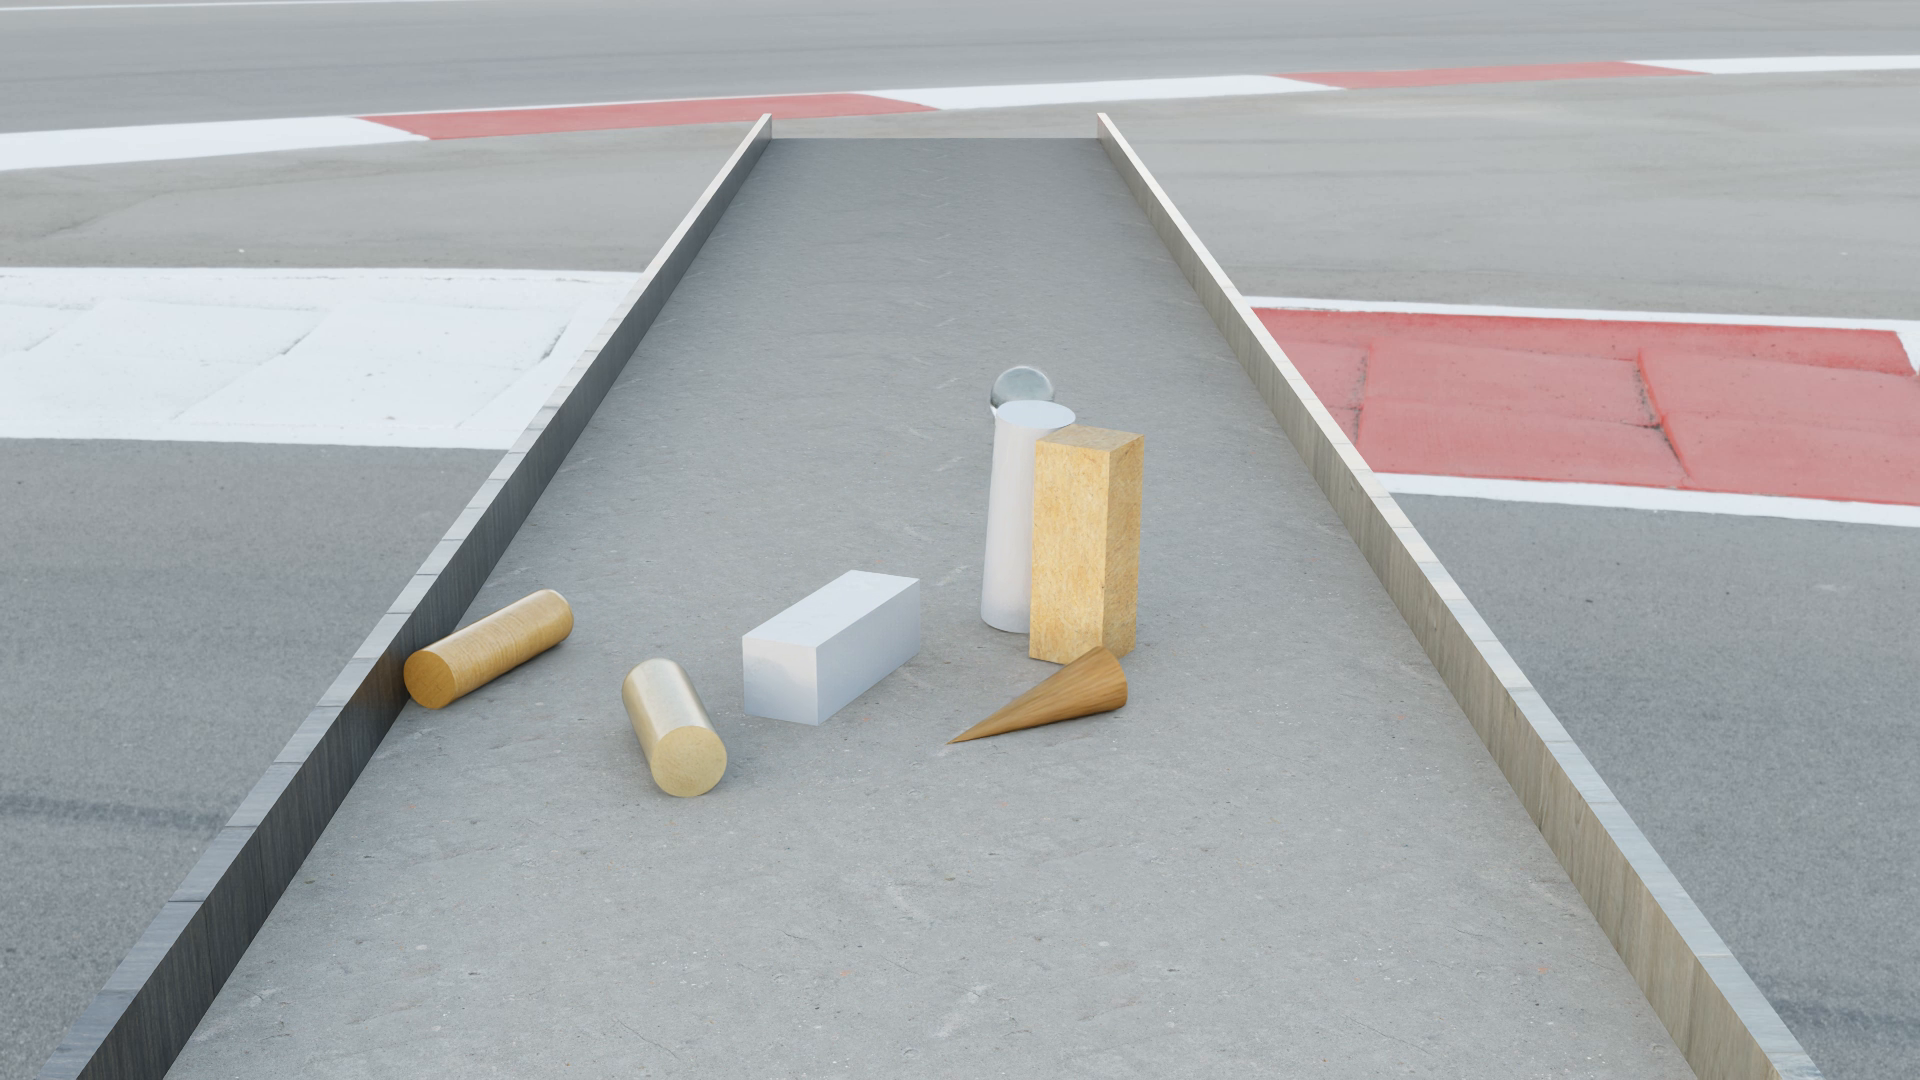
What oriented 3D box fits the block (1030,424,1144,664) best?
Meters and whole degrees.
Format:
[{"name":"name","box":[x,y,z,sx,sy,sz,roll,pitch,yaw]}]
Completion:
[{"name":"block","box":[0.252,0.013,4.386,0.160,0.450,0.160,10,19,28]}]

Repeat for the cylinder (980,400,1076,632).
[{"name":"cylinder","box":[0.139,-0.048,4.553,0.161,0.457,0.161,3,24,-2]}]

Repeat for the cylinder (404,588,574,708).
[{"name":"cylinder","box":[-0.920,0.209,4.320,0.116,0.116,0.409,7,18,22]}]

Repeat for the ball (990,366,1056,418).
[{"name":"ball","box":[0.177,-0.399,6.243,0.186,0.186,0.186,0,17,0]}]

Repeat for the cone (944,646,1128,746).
[{"name":"cone","box":[0.125,0.315,4.059,0.367,0.124,0.124,-20,24,-26]}]

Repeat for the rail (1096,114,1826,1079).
[{"name":"rail","box":[0.932,-0.844,7.801,0.050,0.150,12.000,0,17,-1]}]

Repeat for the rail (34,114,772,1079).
[{"name":"rail","box":[-1.118,-0.838,7.780,0.050,0.150,12.000,0,17,-1]}]

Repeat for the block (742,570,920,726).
[{"name":"block","box":[-0.242,0.202,4.275,0.154,0.154,0.452,7,18,23]}]

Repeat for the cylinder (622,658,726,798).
[{"name":"cylinder","box":[-0.510,0.327,3.898,0.130,0.130,0.356,-5,17,-16]}]
